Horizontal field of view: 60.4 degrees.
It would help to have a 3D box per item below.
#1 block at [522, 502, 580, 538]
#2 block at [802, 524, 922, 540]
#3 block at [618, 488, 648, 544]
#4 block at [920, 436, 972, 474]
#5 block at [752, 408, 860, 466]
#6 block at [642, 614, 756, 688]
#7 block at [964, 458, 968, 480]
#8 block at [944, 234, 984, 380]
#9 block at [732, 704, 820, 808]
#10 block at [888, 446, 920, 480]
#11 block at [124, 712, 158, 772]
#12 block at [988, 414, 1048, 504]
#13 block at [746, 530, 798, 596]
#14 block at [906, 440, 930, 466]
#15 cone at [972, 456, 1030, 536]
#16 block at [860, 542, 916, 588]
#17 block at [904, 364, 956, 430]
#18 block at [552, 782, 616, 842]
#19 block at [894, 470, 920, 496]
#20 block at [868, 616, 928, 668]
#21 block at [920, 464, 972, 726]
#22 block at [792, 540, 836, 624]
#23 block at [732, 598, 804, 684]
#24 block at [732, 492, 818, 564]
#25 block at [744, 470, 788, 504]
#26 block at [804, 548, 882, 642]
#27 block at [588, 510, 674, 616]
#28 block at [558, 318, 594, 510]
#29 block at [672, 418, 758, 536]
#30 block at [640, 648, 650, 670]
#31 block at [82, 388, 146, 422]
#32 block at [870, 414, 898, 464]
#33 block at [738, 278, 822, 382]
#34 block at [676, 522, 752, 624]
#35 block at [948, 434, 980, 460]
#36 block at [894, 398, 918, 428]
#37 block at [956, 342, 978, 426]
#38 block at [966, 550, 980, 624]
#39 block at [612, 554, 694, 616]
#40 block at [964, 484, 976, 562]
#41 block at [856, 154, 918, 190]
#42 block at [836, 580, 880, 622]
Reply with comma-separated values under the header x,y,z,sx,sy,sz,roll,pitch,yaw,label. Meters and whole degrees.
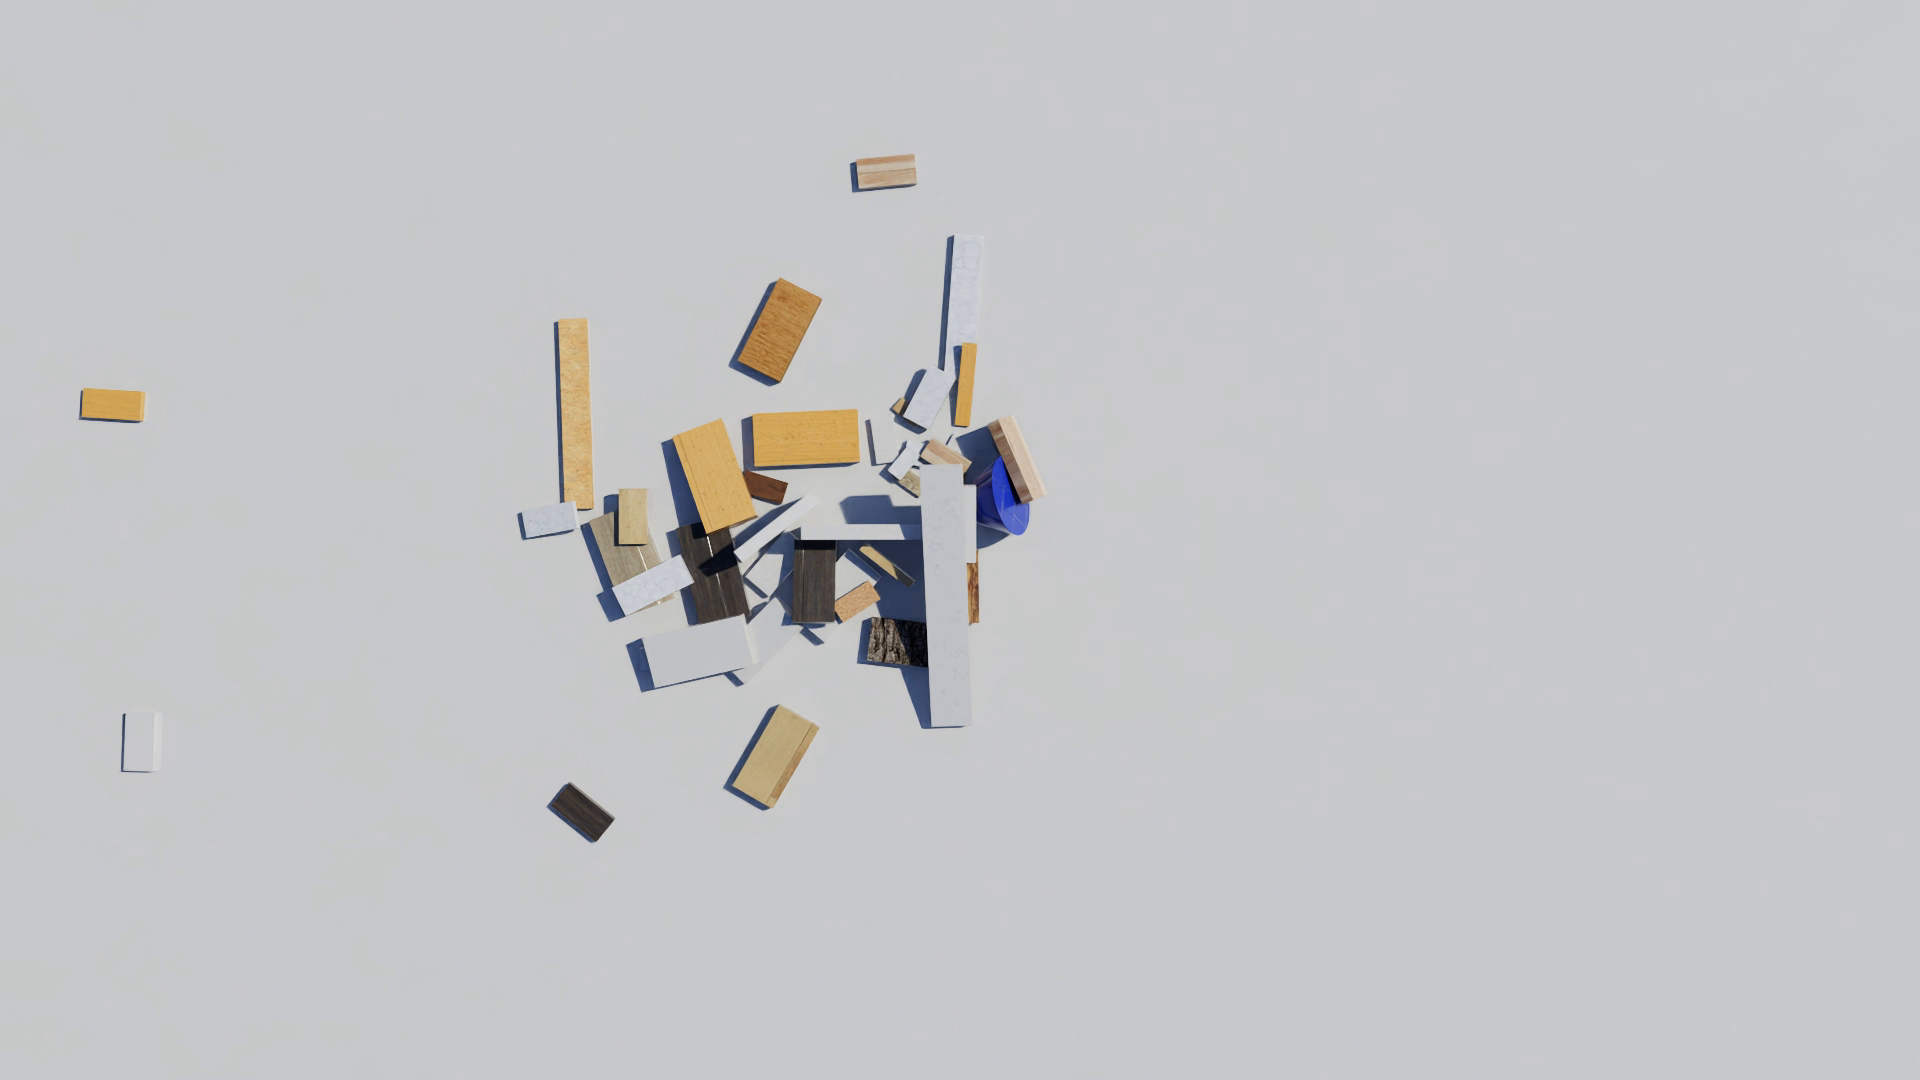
x,y,z,sx,sy,sz,roll,pitch,yaw,label
-1.357,-0.068,5.471,0.182,0.026,0.091,-10,90,10,block
-0.308,-0.026,5.413,0.410,0.174,0.049,0,90,0,block
-1.077,-0.078,5.439,0.091,0.026,0.182,0,90,0,block
-0.046,-0.267,5.467,0.154,0.022,0.077,33,90,0,block
-0.508,-0.339,5.475,0.347,0.049,0.174,-3,90,0,block
-0.859,0.365,5.436,0.339,0.048,0.170,-13,95,6,block
-0.008,-0.220,5.492,0.054,0.015,0.107,7,90,0,block
0.012,-0.774,5.486,0.097,0.027,0.482,4,90,0,block
-0.609,0.718,5.478,0.154,0.044,0.309,30,90,0,block
-0.185,-0.256,5.471,0.054,0.015,0.107,39,90,0,block
-2.724,0.670,5.486,0.096,0.027,0.193,2,90,0,block
0.191,-0.266,5.426,0.041,0.144,0.287,-24,90,25,block
-0.605,0.076,5.485,0.103,0.029,0.206,41,90,0,block
-0.108,-0.278,5.489,0.154,0.022,0.077,13,90,0,block
0.051,-0.120,5.441,0.266,0.266,0.266,-12,90,27,cone
-0.239,0.084,5.448,0.206,0.103,0.029,38,90,0,block
-0.100,-0.473,5.465,0.097,0.027,0.194,28,94,0,block
-1.252,0.905,5.486,0.193,0.027,0.096,39,90,0,block
-0.163,-0.195,5.492,0.107,0.015,0.054,36,90,0,block
-0.157,0.344,5.480,0.287,0.041,0.144,7,90,0,block
-0.043,0.188,5.348,0.136,0.039,0.886,-2,107,0,block
-0.478,0.137,5.426,0.136,0.039,0.273,1,79,-1,block
-0.661,0.334,5.460,0.273,0.039,0.136,-44,90,9,block
-0.607,-0.038,5.399,0.309,0.154,0.044,-39,94,-9,block
-0.651,-0.176,5.490,0.146,0.021,0.073,17,90,0,block
-0.408,0.185,5.480,0.144,0.041,0.287,40,90,0,block
-1.089,0.065,5.476,0.170,0.048,0.339,-20,90,0,block
-1.277,-0.419,5.487,0.091,0.026,0.632,-2,90,0,block
-0.808,-0.208,5.448,0.174,0.049,0.347,-21,81,-1,block
-0.990,0.395,5.487,0.146,0.021,0.073,0,94,0,block
-2.815,-0.451,5.486,0.193,0.027,0.096,4,90,0,block
-0.250,-0.334,5.489,0.077,0.022,0.154,-8,90,0,block
-0.597,-0.697,5.478,0.154,0.044,0.309,27,90,0,block
-0.816,0.105,5.476,0.170,0.048,0.339,-14,90,0,block
0.011,-0.309,5.493,0.099,0.014,0.050,31,90,0,block
-0.172,-0.424,5.493,0.099,0.014,0.050,42,90,0,block
0.021,-0.516,5.468,0.050,0.014,0.275,6,100,0,block
-0.001,0.155,5.432,0.125,0.035,0.250,-1,115,0,block
-1.011,0.149,5.437,0.247,0.029,0.103,-26,90,0,block
-0.011,-0.052,5.323,0.125,0.035,0.250,0,102,0,block
-0.243,-1.224,5.486,0.194,0.027,0.097,-5,90,0,block
-0.343,0.203,5.449,0.146,0.021,0.073,-33,90,0,block
